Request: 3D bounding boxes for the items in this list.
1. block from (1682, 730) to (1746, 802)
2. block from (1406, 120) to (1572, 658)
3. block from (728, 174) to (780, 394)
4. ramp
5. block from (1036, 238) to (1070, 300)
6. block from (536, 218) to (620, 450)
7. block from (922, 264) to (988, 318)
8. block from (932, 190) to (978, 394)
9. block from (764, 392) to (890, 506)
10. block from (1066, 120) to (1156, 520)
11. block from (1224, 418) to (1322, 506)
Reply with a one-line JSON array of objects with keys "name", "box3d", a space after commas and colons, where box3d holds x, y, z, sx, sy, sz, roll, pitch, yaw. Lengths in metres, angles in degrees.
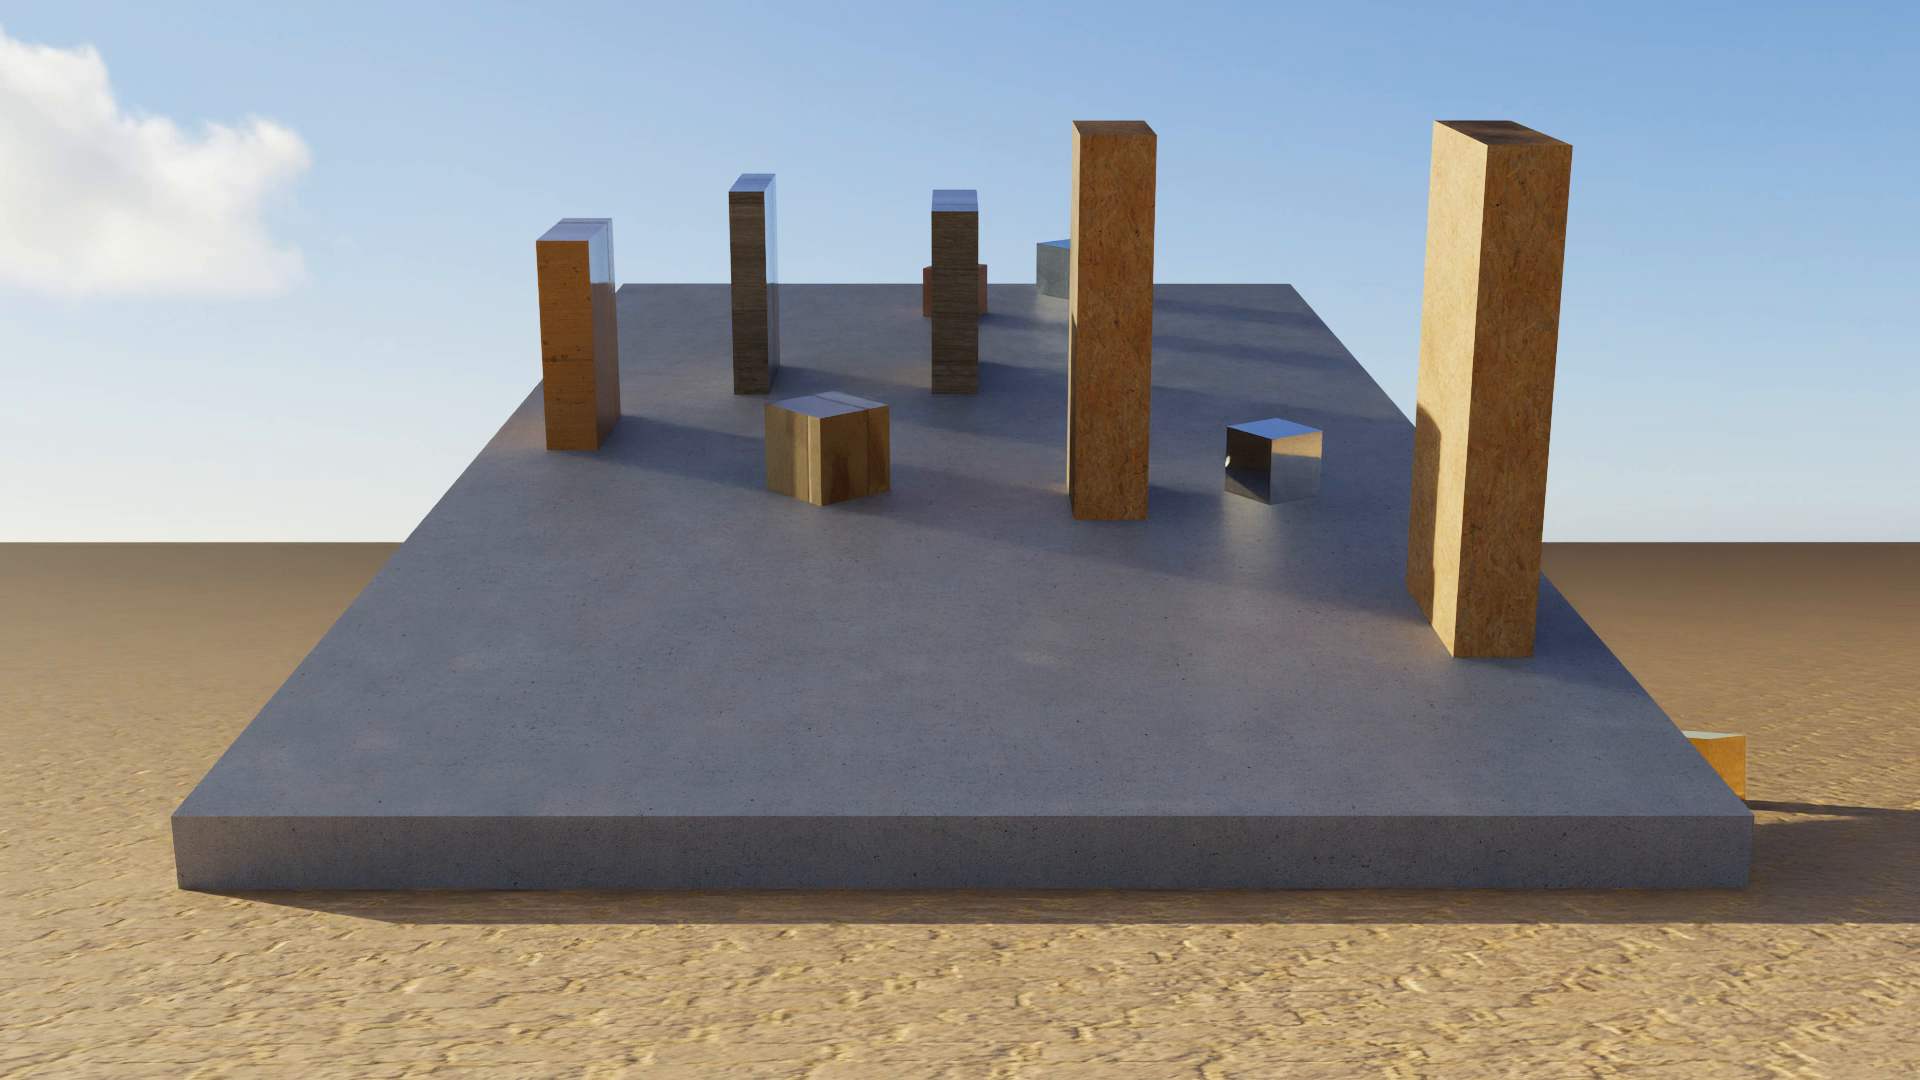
[{"name": "block", "box3d": [1.248, 0.386, 3.743, 0.113, 0.113, 0.113, 0, 0, -40]}, {"name": "block", "box3d": [0.814, -0.244, 3.443, 0.122, 0.774, 0.367, 0, 16, 0]}, {"name": "block", "box3d": [-0.486, -0.613, 5.247, 0.081, 0.471, 0.339, 0, 16, 0]}, {"name": "ramp", "box3d": [-0.002, -0.163, 4.725, 2.000, 0.100, 4.000, 0, 16, 0]}, {"name": "block", "box3d": [0.326, -0.790, 6.436, 0.147, 0.147, 0.147, -13, 21, -38]}, {"name": "block", "box3d": [-0.813, -0.446, 4.731, 0.107, 0.439, 0.333, 0, 16, 0]}, {"name": "block", "box3d": [-0.013, -0.690, 6.118, 0.134, 0.134, 0.134, 7, 18, 23]}, {"name": "block", "box3d": [-0.012, -0.599, 5.284, 0.108, 0.426, 0.390, 0, 16, 0]}, {"name": "block", "box3d": [-0.258, -0.180, 4.299, 0.171, 0.171, 0.171, -14, 21, -40]}, {"name": "block", "box3d": [0.281, -0.416, 4.150, 0.137, 0.708, 0.267, 0, 16, 0]}, {"name": "block", "box3d": [0.607, -0.153, 4.285, 0.129, 0.129, 0.129, -11, 19, -33]}]
